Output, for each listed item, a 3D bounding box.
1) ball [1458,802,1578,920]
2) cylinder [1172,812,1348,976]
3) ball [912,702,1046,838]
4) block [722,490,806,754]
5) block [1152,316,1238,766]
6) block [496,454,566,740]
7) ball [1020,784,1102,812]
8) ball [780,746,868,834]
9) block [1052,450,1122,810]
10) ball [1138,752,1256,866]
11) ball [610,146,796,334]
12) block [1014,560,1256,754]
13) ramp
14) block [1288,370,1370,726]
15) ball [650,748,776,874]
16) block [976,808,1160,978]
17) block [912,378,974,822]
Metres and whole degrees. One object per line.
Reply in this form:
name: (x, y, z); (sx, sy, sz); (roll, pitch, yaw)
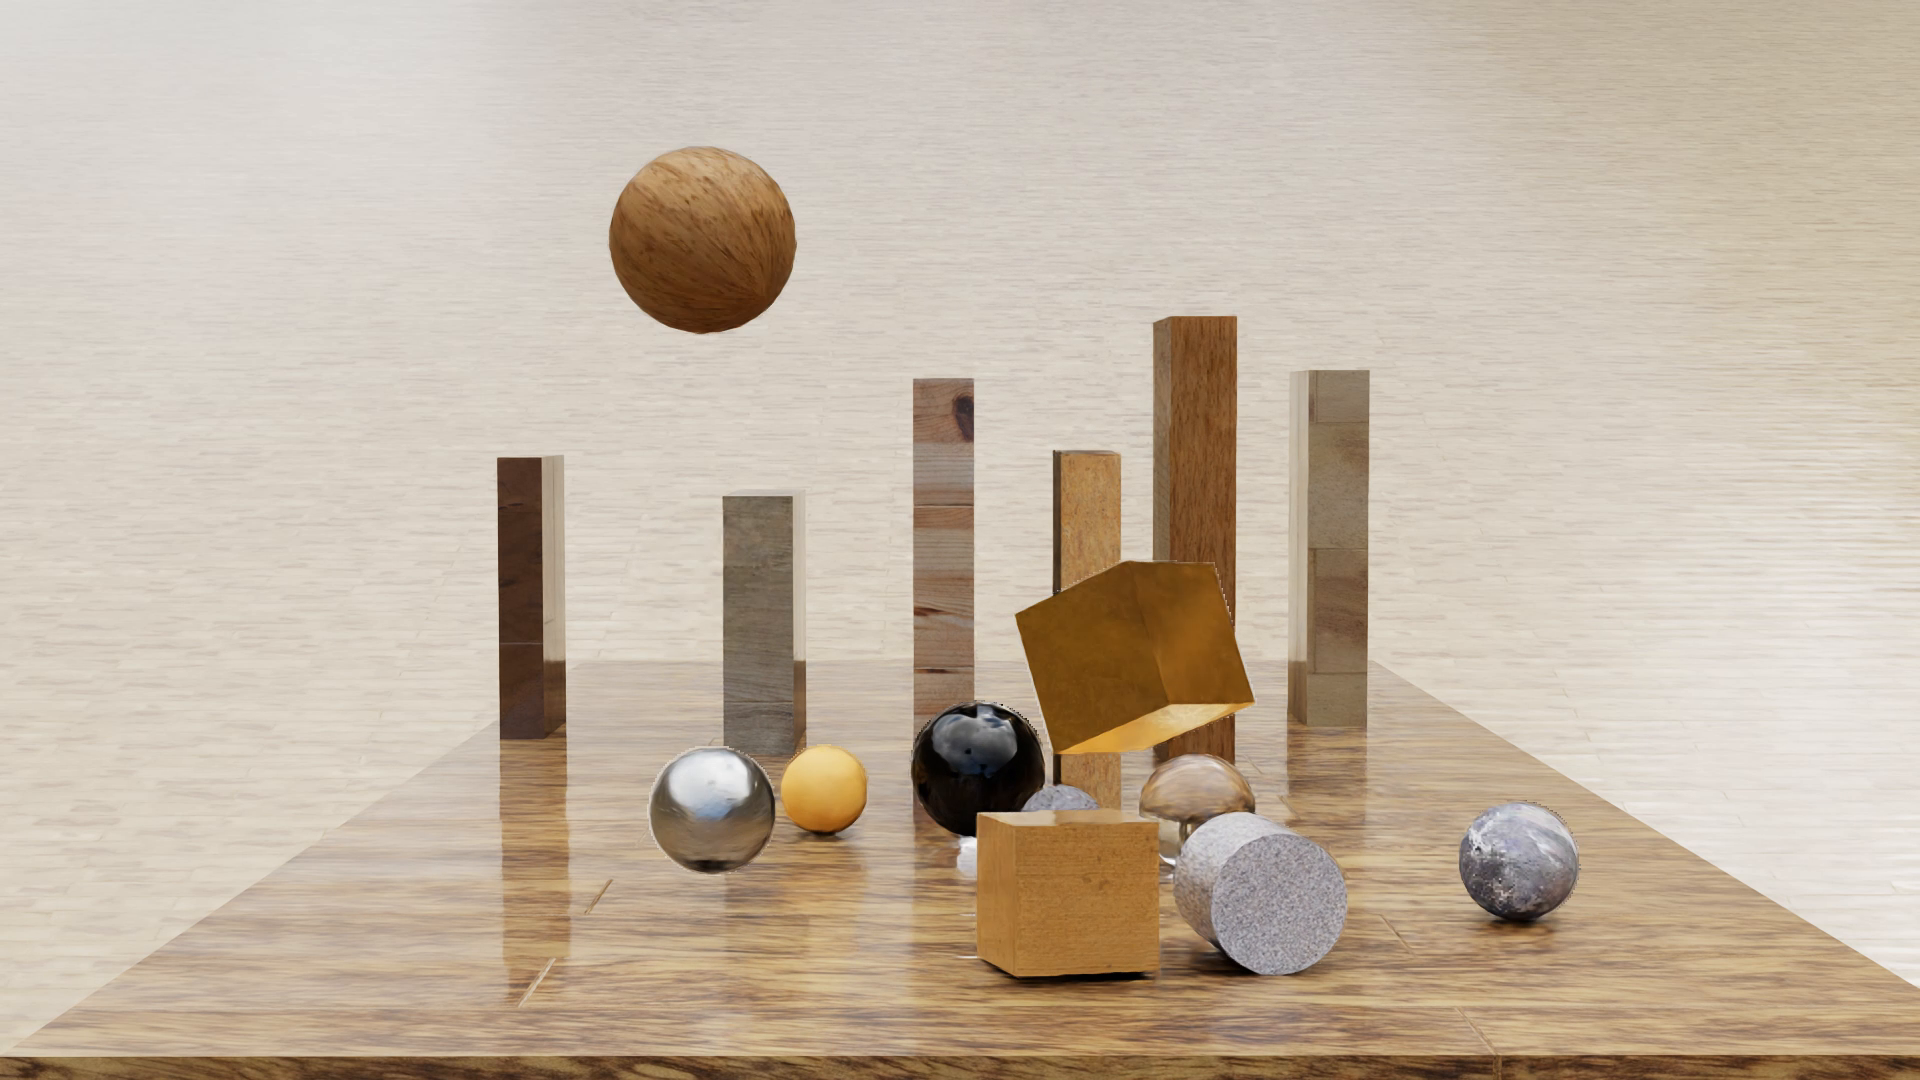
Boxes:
ball: (0.695, 0.400, 3.204); (0.146, 0.146, 0.146); (0, 22, 0)
cylinder: (0.343, 0.406, 2.963); (0.160, 0.160, 0.160); (-4, 4, -10)
ball: (0.027, 0.342, 3.824); (0.200, 0.200, 0.200); (0, 22, 0)
block: (-0.373, 0.147, 4.939); (0.130, 0.477, 0.395); (0, 3, 0)
block: (0.421, 0.001, 4.646); (0.115, 0.797, 0.378); (0, 3, 0)
block: (-0.846, 0.106, 5.092); (0.086, 0.544, 0.283); (0, 3, 0)
ball: (0.139, 0.396, 3.517); (0.123, 0.123, 0.123); (0, 22, 0)
ball: (-0.203, 0.375, 3.850); (0.131, 0.131, 0.131); (0, 22, 0)
block: (0.203, 0.140, 4.172); (0.093, 0.568, 0.349); (0, 3, 0)
ball: (0.327, 0.375, 3.547); (0.162, 0.162, 0.162); (0, 22, 0)
ball: (-0.287, -0.335, 2.878); (0.209, 0.209, 0.209); (0, 22, 0)
block: (0.184, 0.125, 2.714); (0.156, 0.156, 0.156); (-27, -19, 36)
ramp: (0.050, 0.456, 4.533); (2.000, 0.100, 4.000); (0, 3, 0)
block: (0.754, 0.011, 5.277); (0.122, 0.713, 0.289); (0, 3, 0)
ball: (-0.323, 0.353, 3.361); (0.164, 0.164, 0.164); (0, 22, 0)
block: (0.121, 0.399, 2.928); (0.165, 0.165, 0.165); (0, -1, -15)
block: (-0.025, 0.083, 4.160); (0.094, 0.683, 0.414); (0, 3, 0)
